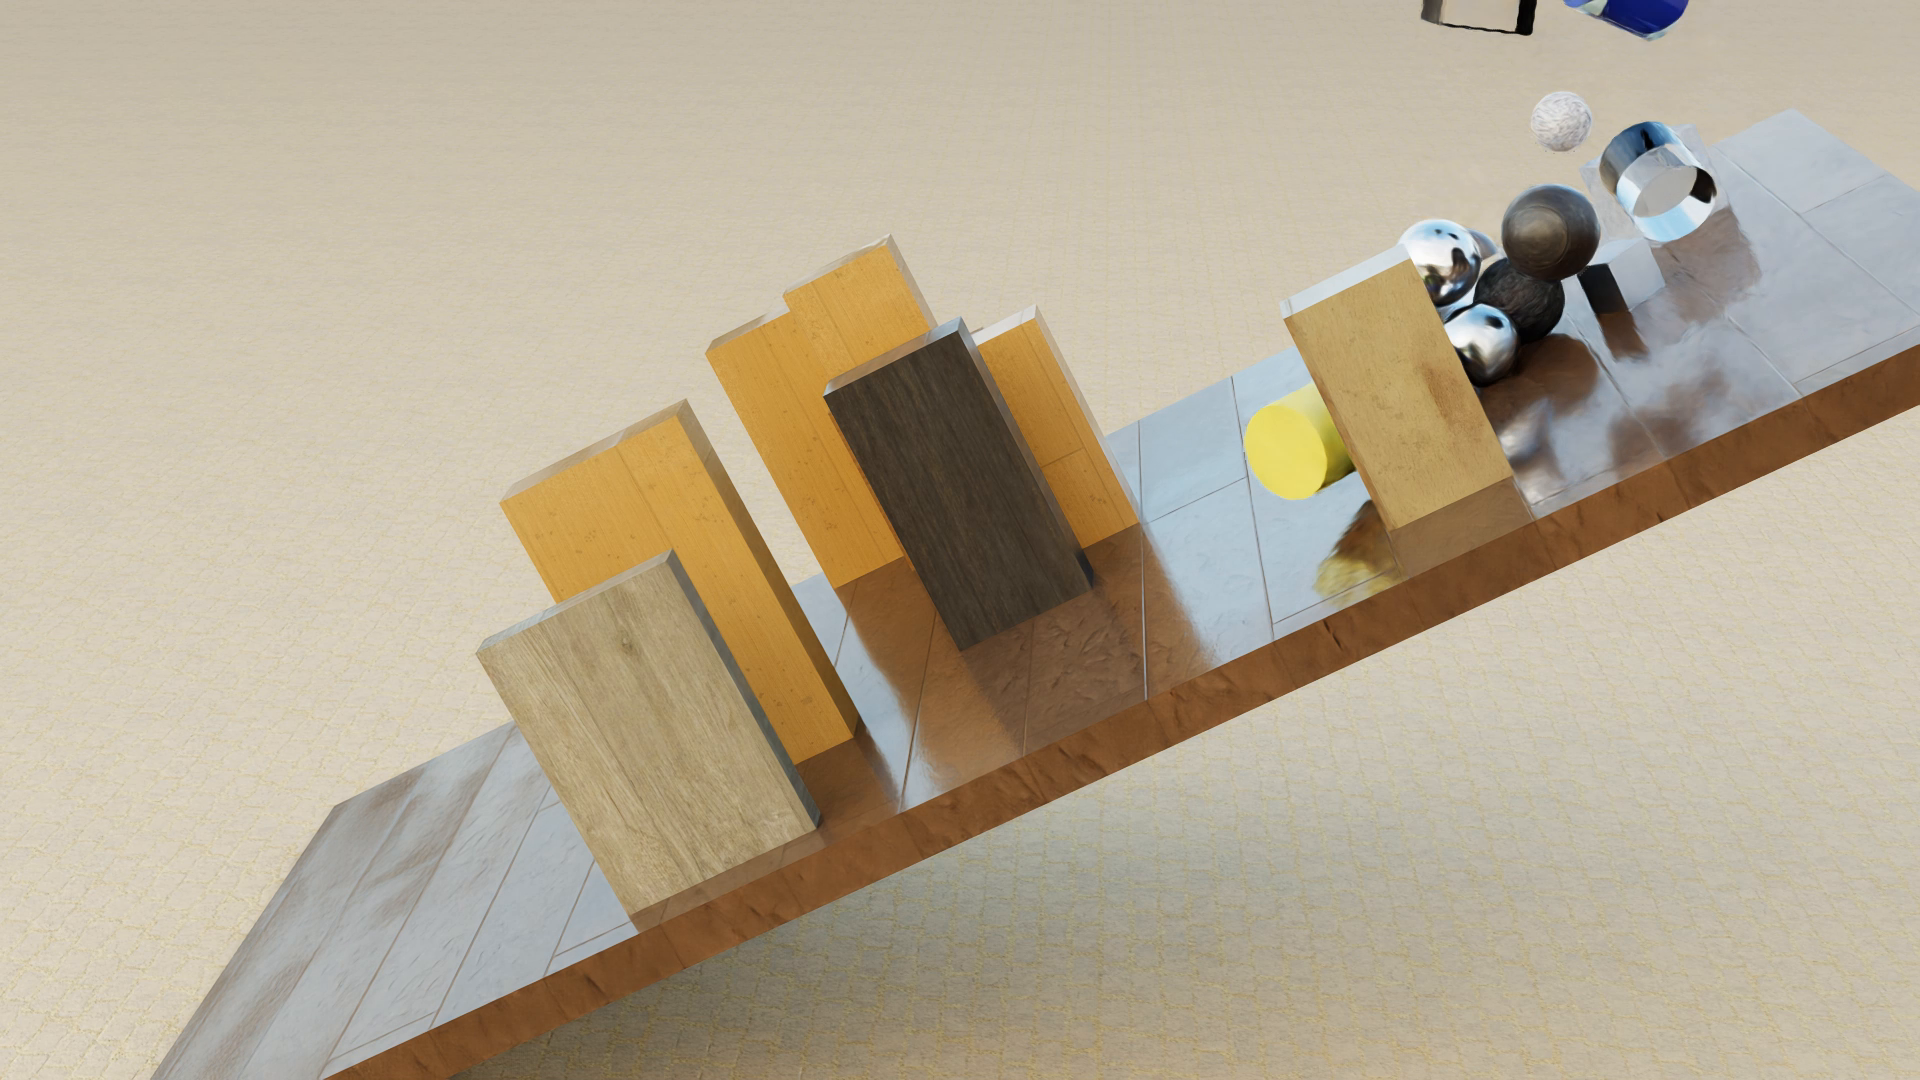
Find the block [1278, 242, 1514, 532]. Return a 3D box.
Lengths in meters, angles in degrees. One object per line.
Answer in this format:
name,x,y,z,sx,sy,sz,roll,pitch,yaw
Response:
block,0.808,-0.282,5.453,0.254,0.453,0.144,-26,14,10

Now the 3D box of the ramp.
ramp,0.139,0.168,6.281,4.000,0.100,2.000,-26,14,10

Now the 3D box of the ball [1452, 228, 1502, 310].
ball,1.127,-0.608,6.593,0.184,0.184,0.184,0,17,0

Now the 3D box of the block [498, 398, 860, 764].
block,-0.559,0.142,5.932,0.402,0.746,0.141,-26,14,10

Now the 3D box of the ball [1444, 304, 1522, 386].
ball,1.057,-0.397,5.991,0.170,0.170,0.170,0,17,0

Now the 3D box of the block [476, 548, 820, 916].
block,-0.580,0.363,5.506,0.405,0.585,0.081,-26,14,10

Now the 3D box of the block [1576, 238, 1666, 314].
block,1.360,-0.545,6.065,0.112,0.112,0.112,-34,15,-22

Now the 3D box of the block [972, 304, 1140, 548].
block,0.118,-0.200,6.382,0.354,0.503,0.141,-26,14,10

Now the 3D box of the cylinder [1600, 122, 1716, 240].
cylinder,1.410,-0.726,5.949,0.176,0.176,0.176,-4,38,-13

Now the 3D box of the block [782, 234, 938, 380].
block,-0.089,-0.260,6.420,0.251,0.777,0.127,-26,14,10

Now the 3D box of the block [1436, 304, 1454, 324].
block,0.946,-0.420,6.211,0.170,0.170,0.170,-10,25,29

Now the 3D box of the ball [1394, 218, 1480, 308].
ball,0.981,-0.571,6.061,0.183,0.183,0.183,0,17,0

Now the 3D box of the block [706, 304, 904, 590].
block,-0.343,-0.233,7.079,0.245,0.652,0.145,-26,14,10

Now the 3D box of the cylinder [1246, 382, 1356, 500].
cylinder,0.692,-0.201,5.723,0.194,0.194,0.194,15,30,41

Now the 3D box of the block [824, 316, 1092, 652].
block,0.001,-0.115,6.072,0.307,0.609,0.138,-26,14,10

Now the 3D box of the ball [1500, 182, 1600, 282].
ball,1.173,-0.612,5.843,0.196,0.196,0.196,0,17,0

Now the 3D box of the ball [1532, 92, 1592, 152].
ball,1.288,-0.896,6.296,0.129,0.129,0.129,0,17,0

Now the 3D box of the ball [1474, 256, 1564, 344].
ball,1.163,-0.499,6.121,0.187,0.187,0.187,0,17,0

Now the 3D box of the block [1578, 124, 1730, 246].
block,1.515,-0.774,6.424,0.194,0.194,0.194,-31,14,-12

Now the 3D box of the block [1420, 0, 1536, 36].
block,1.030,-1.101,5.803,0.179,0.179,0.179,5,13,-7

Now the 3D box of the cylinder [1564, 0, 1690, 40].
cylinder,1.337,-1.122,5.888,0.188,0.188,0.188,18,10,-21

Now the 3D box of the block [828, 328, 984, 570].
block,-0.030,-0.213,6.880,0.396,0.425,0.131,-26,14,10
